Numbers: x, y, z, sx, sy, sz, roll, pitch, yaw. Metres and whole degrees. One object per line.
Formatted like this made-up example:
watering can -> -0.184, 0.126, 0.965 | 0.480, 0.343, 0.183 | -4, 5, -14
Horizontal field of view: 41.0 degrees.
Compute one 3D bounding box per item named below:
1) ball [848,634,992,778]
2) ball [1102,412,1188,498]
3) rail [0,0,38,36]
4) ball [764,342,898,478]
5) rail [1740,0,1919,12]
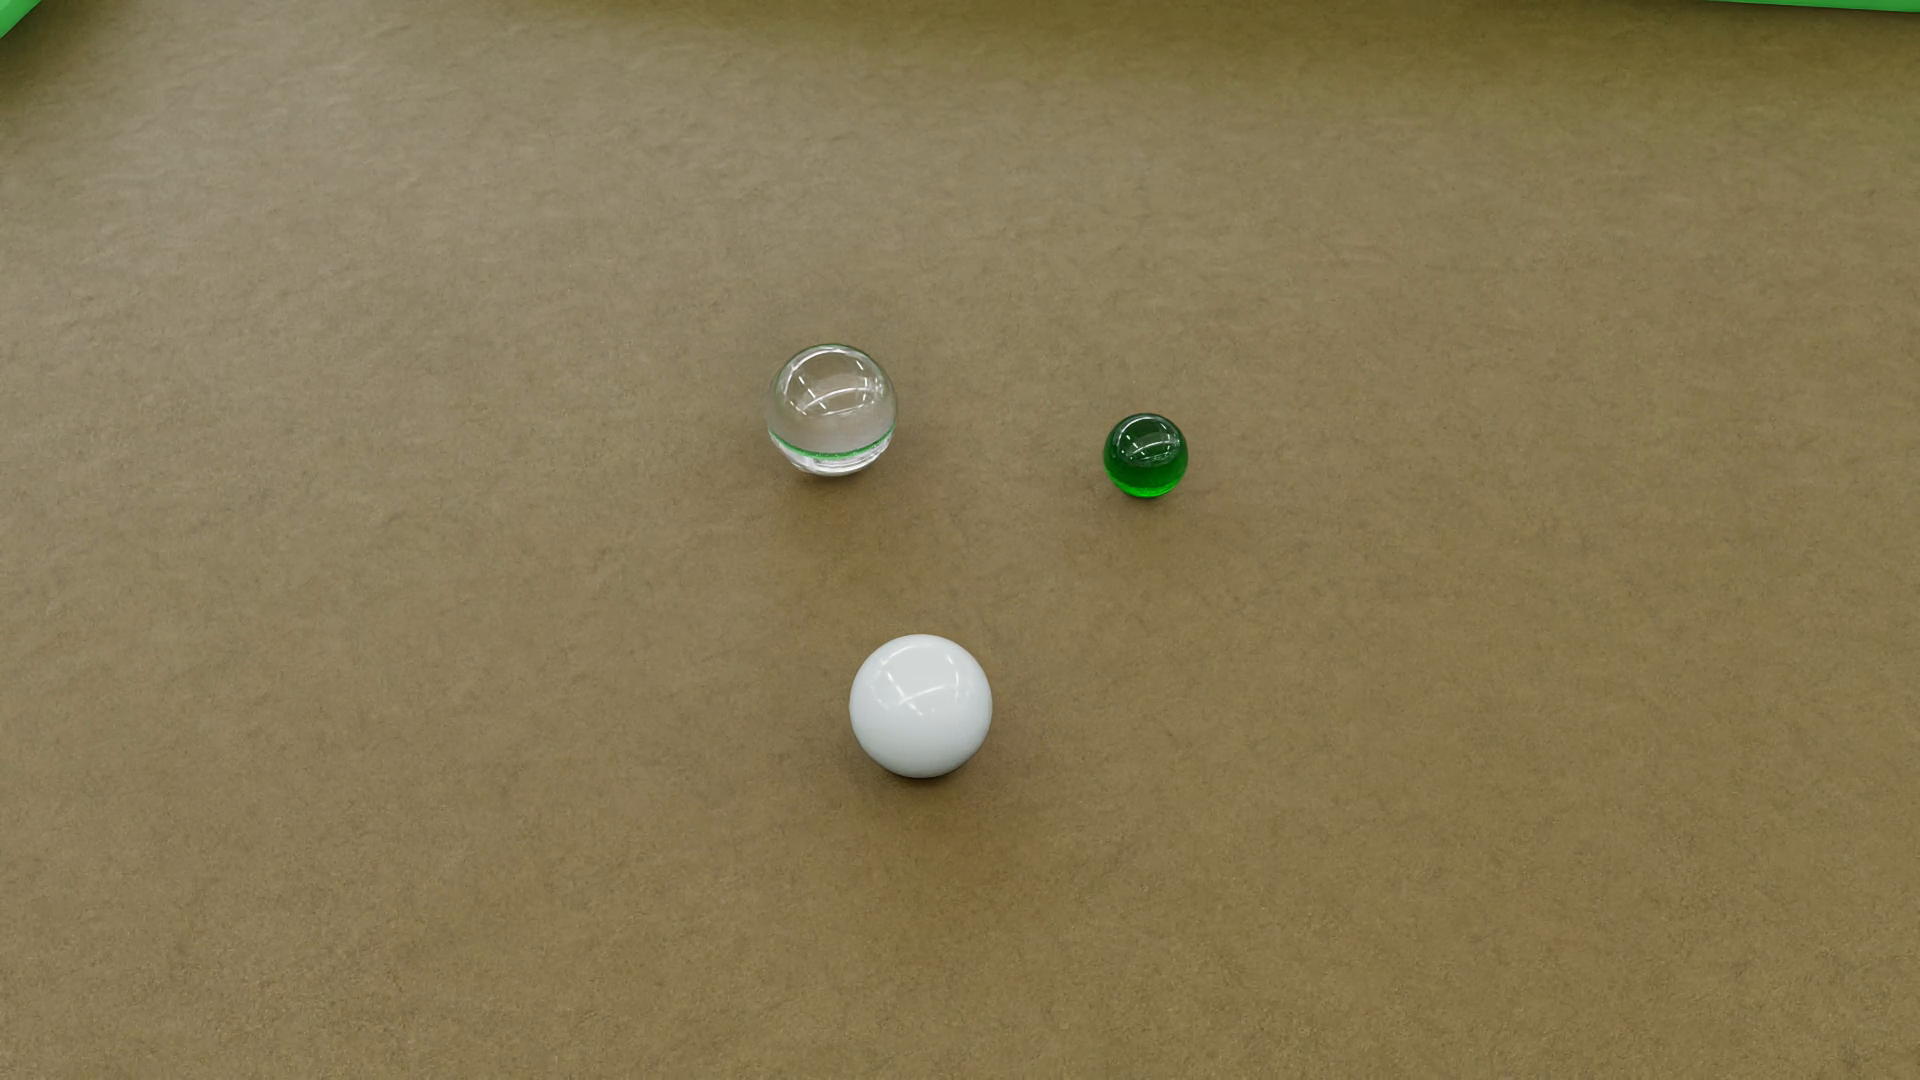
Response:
ball -> -0.024, 0.101, 1.561 | 0.088, 0.088, 0.088 | 0, 35, 0
ball -> 0.131, -0.060, 1.809 | 0.060, 0.060, 0.060 | 0, 35, 0
rail -> -1.000, -0.104, 1.815 | 0.045, 0.124, 2.126 | 5, 36, 7
ball -> -0.091, -0.093, 1.825 | 0.096, 0.096, 0.096 | 0, 35, 0
rail -> 1.170, -0.533, 2.418 | 4.135, 0.124, 0.045 | 5, 36, 7
